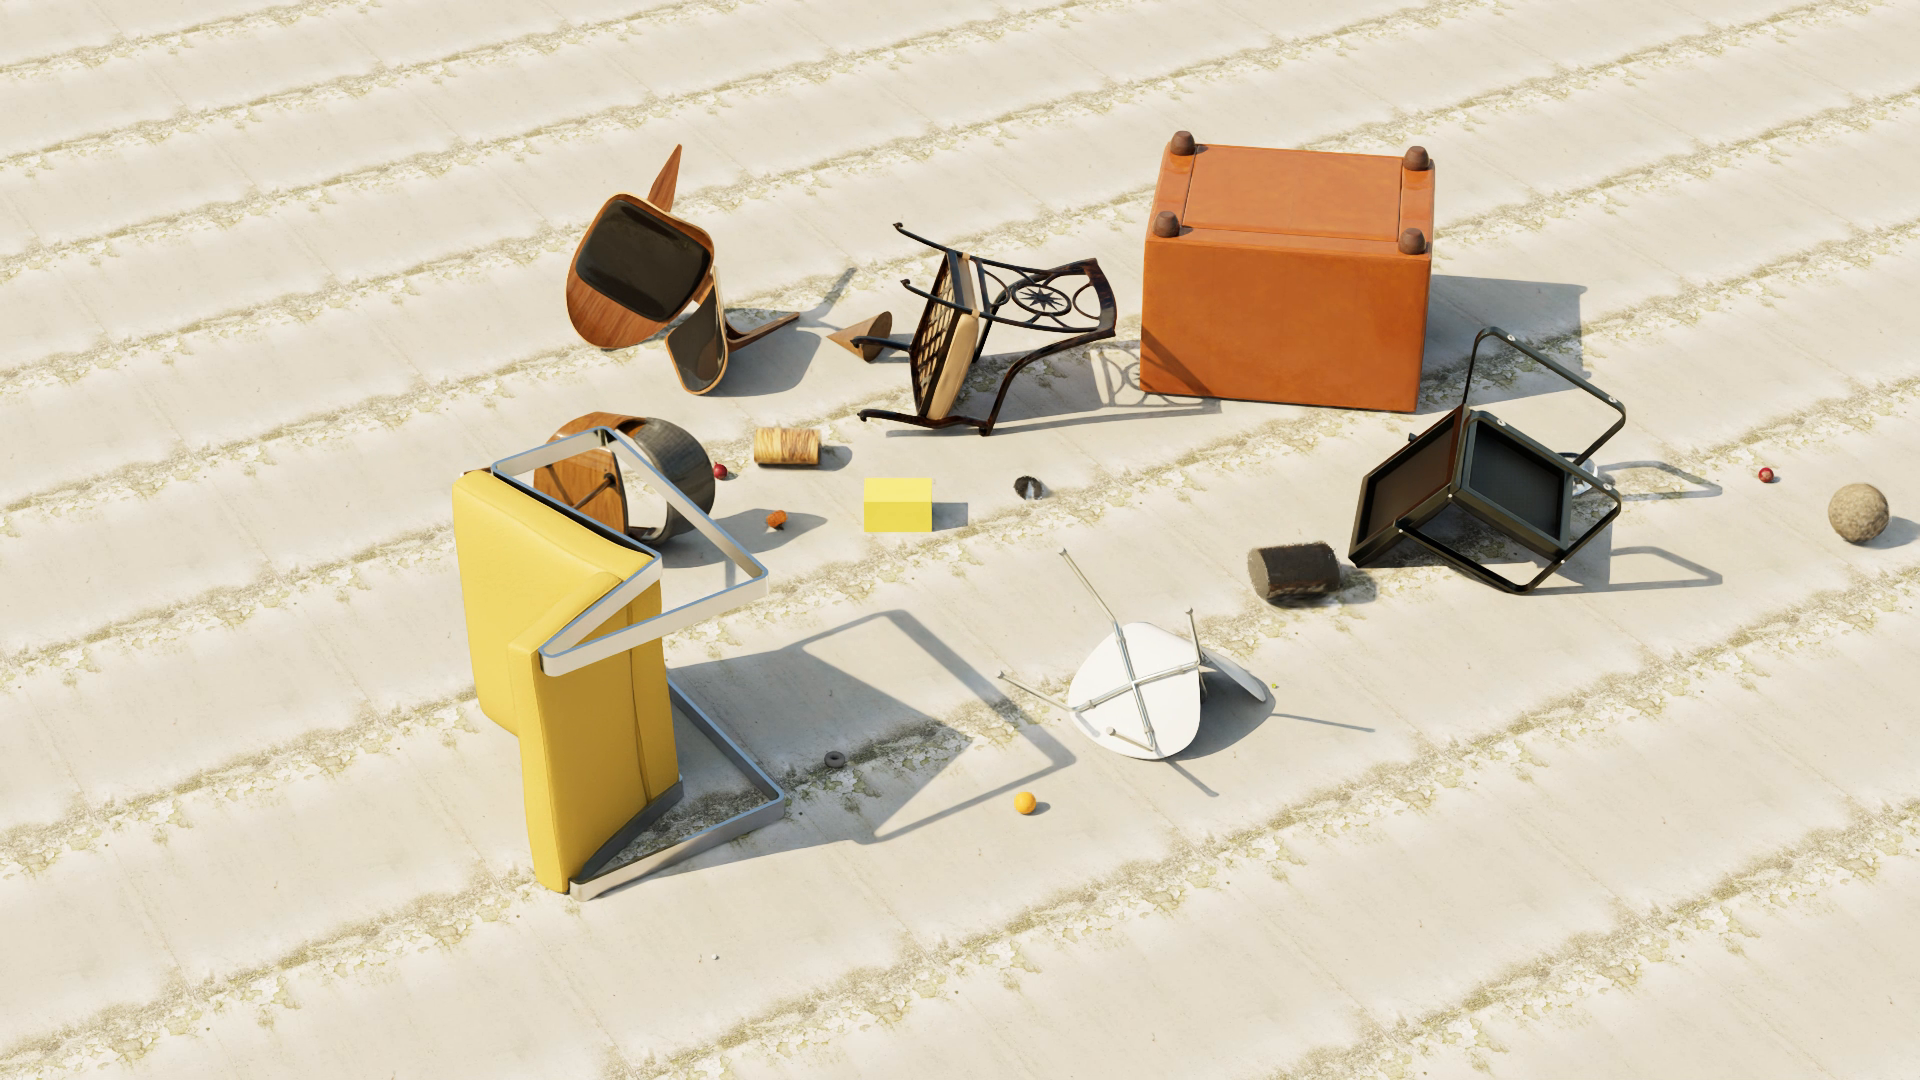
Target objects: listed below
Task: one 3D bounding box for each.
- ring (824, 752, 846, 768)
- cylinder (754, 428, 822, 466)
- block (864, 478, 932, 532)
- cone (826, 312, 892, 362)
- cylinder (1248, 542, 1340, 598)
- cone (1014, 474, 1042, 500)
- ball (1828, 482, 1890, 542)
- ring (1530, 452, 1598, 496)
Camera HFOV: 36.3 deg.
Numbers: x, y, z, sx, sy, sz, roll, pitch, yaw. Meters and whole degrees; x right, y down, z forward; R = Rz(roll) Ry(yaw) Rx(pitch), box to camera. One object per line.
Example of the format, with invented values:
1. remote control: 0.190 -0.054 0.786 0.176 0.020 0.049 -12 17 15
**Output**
1. ring: -0.419 0.734 9.801 0.072 0.033 0.066 10 36 13
2. cylinder: -0.668 -0.364 11.384 0.247 0.123 0.192 2 28 2
3. block: -0.233 -0.131 11.020 0.252 0.136 0.165 0 33 0
4. cone: -0.450 -0.845 12.162 0.265 0.125 0.275 2 48 33
5. cylinder: 1.206 0.108 10.613 0.261 0.171 0.291 -6 16 -9
6. cone: 0.270 -0.226 11.245 0.111 0.094 0.182 26 19 -3
7. ball: 3.342 -0.102 10.899 0.220 0.220 0.220 0 33 0
8. ring: 2.310 -0.251 11.228 0.269 0.110 0.207 -11 34 -14
